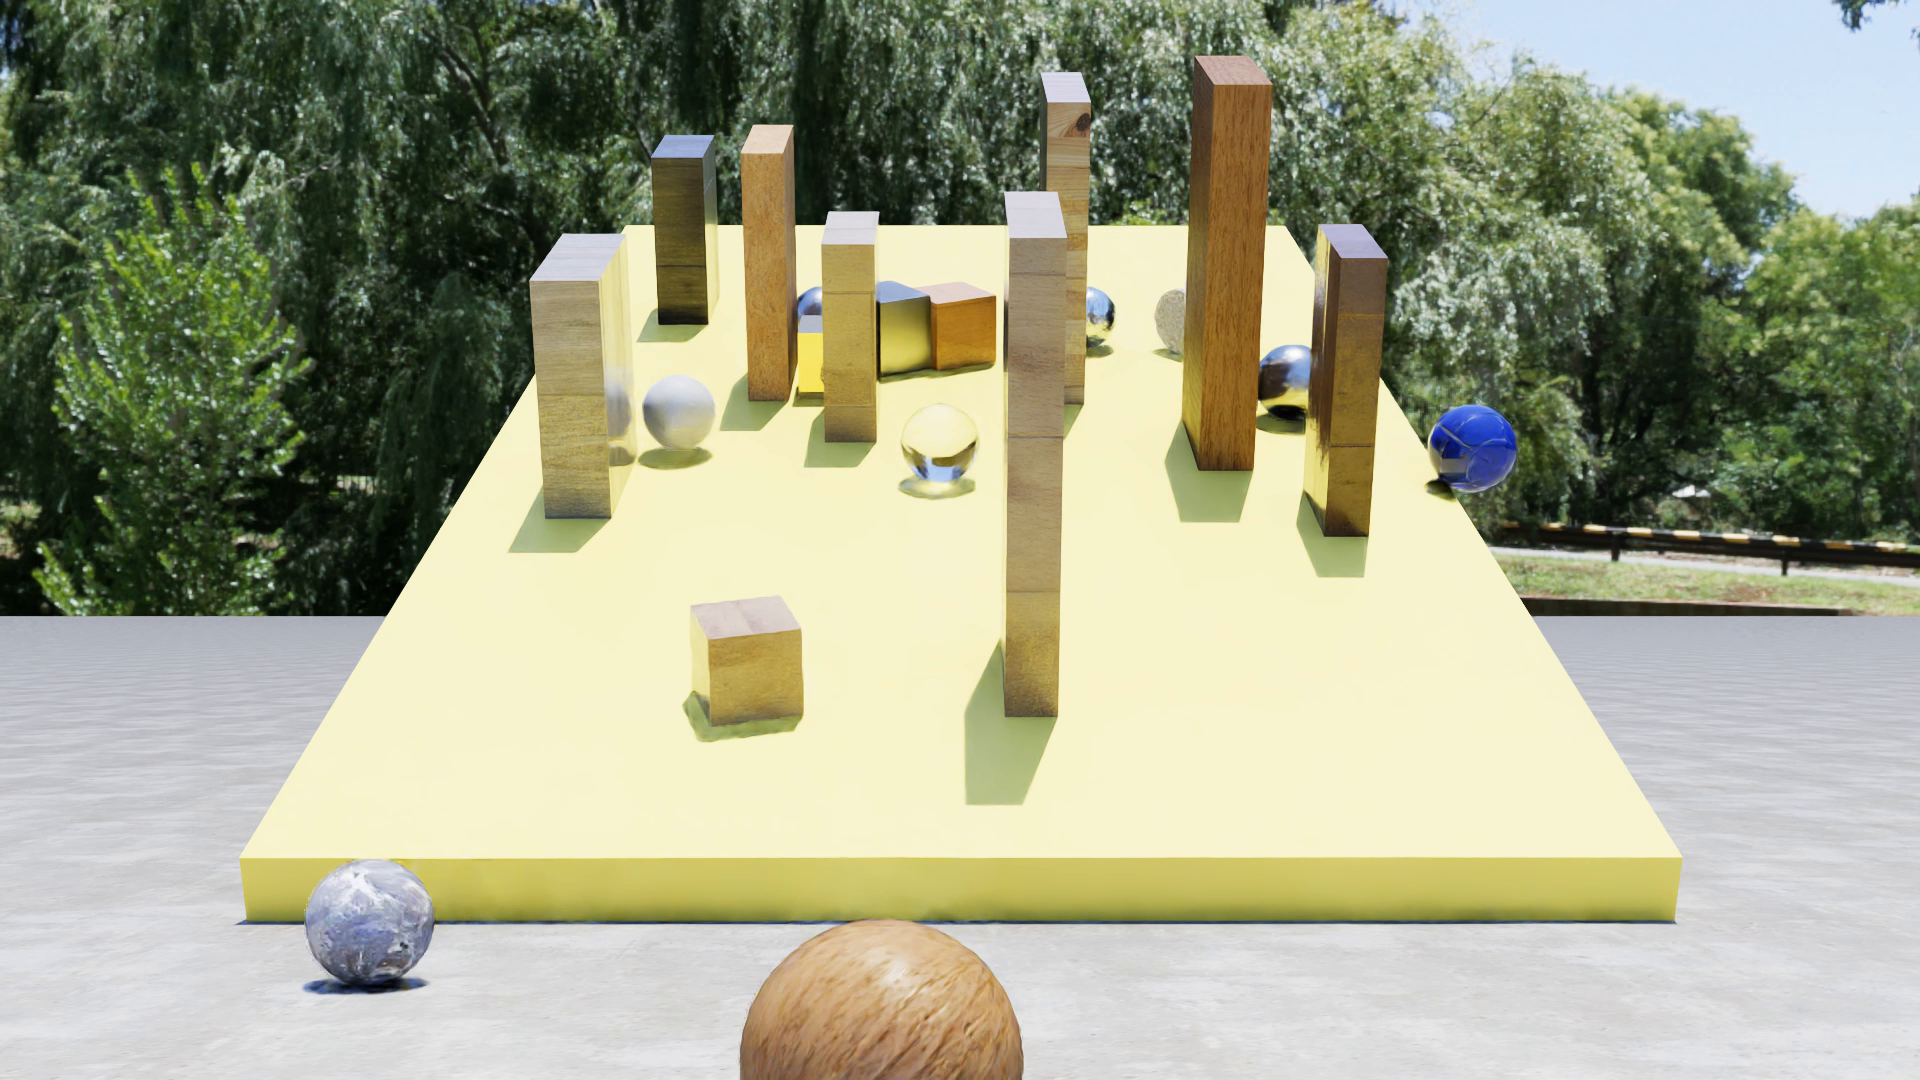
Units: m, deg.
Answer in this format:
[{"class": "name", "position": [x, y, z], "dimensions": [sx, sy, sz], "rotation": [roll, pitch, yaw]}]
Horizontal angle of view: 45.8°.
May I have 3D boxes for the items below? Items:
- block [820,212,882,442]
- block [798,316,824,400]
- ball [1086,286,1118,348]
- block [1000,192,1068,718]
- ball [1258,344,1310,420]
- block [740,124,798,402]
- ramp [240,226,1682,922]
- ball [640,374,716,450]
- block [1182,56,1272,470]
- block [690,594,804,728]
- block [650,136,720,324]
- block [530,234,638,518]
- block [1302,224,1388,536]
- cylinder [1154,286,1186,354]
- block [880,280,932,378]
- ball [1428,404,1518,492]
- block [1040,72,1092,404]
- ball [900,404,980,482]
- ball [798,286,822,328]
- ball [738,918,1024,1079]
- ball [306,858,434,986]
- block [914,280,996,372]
[{"class": "block", "position": [-0.235, -0.470, 4.971], "dimensions": [0.112, 0.434, 0.320], "rotation": [0, 20, 0]}, {"class": "block", "position": [-0.290, -0.422, 5.242], "dimensions": [0.156, 0.156, 0.156], "rotation": [0, 20, 0]}, {"class": "ball", "position": [0.311, -0.547, 5.589], "dimensions": [0.152, 0.152, 0.152], "rotation": [0, -2, 0]}, {"class": "block", "position": [0.113, -0.138, 3.602], "dimensions": [0.084, 0.768, 0.328], "rotation": [0, 20, 0]}, {"class": "ball", "position": [0.737, -0.350, 5.032], "dimensions": [0.170, 0.170, 0.170], "rotation": [0, -2, 0]}, {"class": "block", "position": [-0.436, -0.643, 5.246], "dimensions": [0.093, 0.568, 0.349], "rotation": [0, 20, 0]}, {"class": "ramp", "position": [-0.005, -0.210, 5.041], "dimensions": [2.000, 0.100, 4.000], "rotation": [0, 20, 0]}, {"class": "ball", "position": [-0.594, -0.270, 4.800], "dimensions": [0.158, 0.158, 0.158], "rotation": [0, -2, 0]}, {"class": "block", "position": [0.553, -0.583, 4.759], "dimensions": [0.115, 0.797, 0.378], "rotation": [0, 20, 0]}, {"class": "block", "position": [-0.339, 0.190, 3.605], "dimensions": [0.149, 0.149, 0.149], "rotation": [-6, 21, -16]}, {"class": "block", "position": [-0.706, -0.804, 5.876], "dimensions": [0.129, 0.430, 0.306], "rotation": [0, 20, 0]}, {"class": "block", "position": [-0.746, -0.333, 4.541], "dimensions": [0.130, 0.477, 0.395], "rotation": [0, 20, 0]}, {"class": "block", "position": [0.740, -0.311, 4.390], "dimensions": [0.086, 0.544, 0.283], "rotation": [0, 20, 0]}, {"class": "cylinder", "position": [0.592, -0.550, 5.581], "dimensions": [0.160, 0.160, 0.160], "rotation": [-18, 11, -40]}, {"class": "block", "position": [-0.193, -0.503, 5.427], "dimensions": [0.180, 0.180, 0.180], "rotation": [-12, 24, -30]}, {"class": "ball", "position": [1.039, -0.186, 4.614], "dimensions": [0.178, 0.178, 0.178], "rotation": [0, -2, 0]}, {"class": "block", "position": [0.236, -0.700, 5.237], "dimensions": [0.094, 0.683, 0.414], "rotation": [0, 20, 0]}, {"class": "ball", "position": [-0.040, -0.197, 4.630], "dimensions": [0.162, 0.162, 0.162], "rotation": [0, -2, 0]}, {"class": "ball", "position": [-0.336, -0.536, 5.537], "dimensions": [0.164, 0.164, 0.164], "rotation": [0, -2, 0]}, {"class": "ball", "position": [-0.057, 0.383, 1.665], "dimensions": [0.209, 0.209, 0.209], "rotation": [0, -2, 0]}, {"class": "ball", "position": [-0.685, 0.444, 2.642], "dimensions": [0.146, 0.146, 0.146], "rotation": [0, -2, 0]}, {"class": "block", "position": [-0.026, -0.518, 5.487], "dimensions": [0.165, 0.165, 0.165], "rotation": [-12, 23, -29]}]
